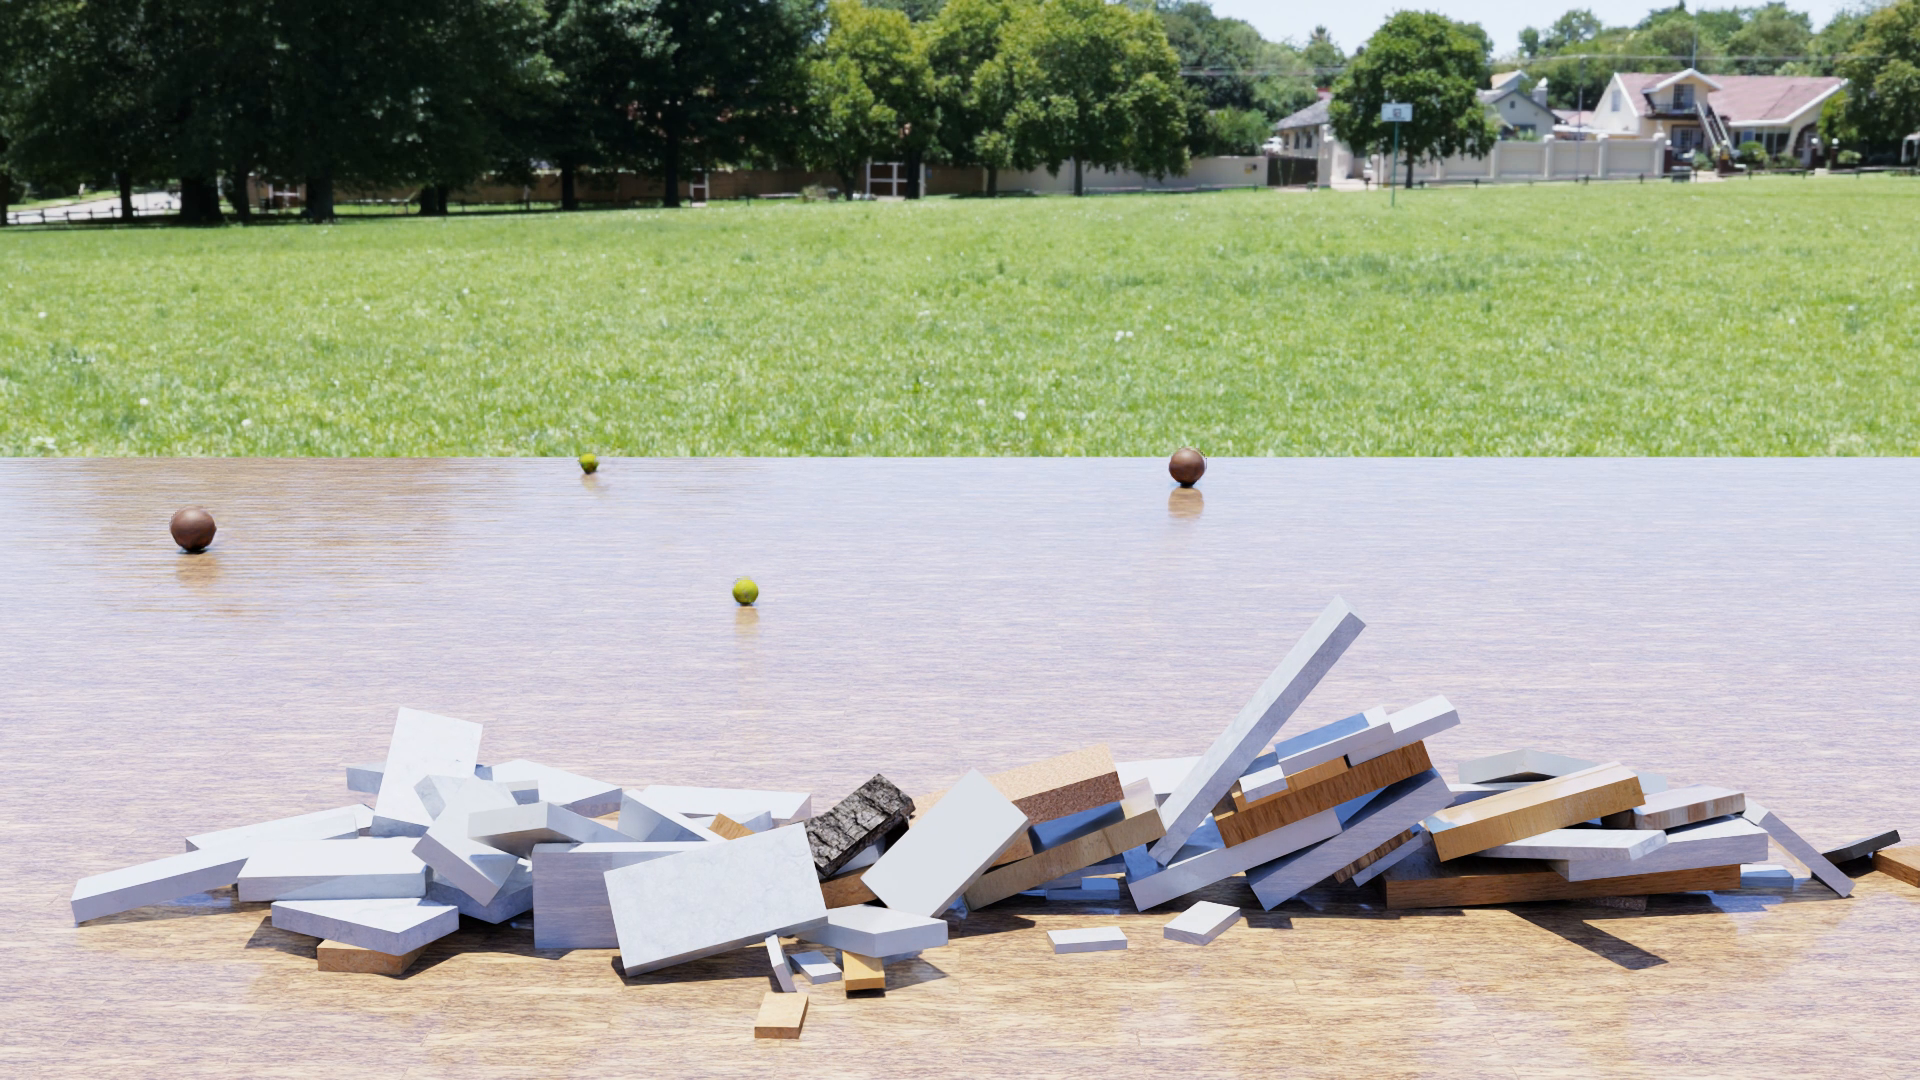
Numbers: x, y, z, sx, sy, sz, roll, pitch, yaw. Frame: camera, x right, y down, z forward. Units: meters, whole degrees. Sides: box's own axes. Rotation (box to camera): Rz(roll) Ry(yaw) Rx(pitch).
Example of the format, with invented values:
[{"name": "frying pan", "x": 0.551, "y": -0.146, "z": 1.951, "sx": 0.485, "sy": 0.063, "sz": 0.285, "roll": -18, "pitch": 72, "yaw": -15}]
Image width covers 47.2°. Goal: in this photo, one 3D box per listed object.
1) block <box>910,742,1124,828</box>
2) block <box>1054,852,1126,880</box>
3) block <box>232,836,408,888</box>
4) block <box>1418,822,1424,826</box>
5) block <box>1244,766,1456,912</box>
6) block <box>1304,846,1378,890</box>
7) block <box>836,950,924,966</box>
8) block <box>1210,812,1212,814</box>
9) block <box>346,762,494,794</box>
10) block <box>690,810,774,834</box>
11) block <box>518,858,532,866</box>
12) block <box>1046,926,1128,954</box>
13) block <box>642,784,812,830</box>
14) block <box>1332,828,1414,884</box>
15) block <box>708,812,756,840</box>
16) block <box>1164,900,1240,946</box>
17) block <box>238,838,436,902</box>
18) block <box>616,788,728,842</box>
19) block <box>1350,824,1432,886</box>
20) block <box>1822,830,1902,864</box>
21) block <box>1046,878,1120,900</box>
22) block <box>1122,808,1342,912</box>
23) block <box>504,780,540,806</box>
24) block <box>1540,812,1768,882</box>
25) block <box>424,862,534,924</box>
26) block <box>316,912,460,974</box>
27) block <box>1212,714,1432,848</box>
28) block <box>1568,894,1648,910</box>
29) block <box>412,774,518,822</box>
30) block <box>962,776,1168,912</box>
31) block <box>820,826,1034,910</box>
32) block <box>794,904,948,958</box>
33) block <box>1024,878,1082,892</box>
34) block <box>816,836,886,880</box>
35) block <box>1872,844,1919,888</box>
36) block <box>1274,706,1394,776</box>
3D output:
[{"name": "block", "x": 0.090, "y": 0.428, "z": 3.634, "sx": 0.348, "sy": 0.049, "sz": 0.174, "roll": -16, "pitch": 10, "yaw": 1}, {"name": "block", "x": 0.213, "y": 0.541, "z": 3.657, "sx": 0.121, "sy": 0.017, "sz": 0.060, "roll": -6, "pitch": 10, "yaw": 0}, {"name": "block", "x": -1.071, "y": 0.540, "z": 3.679, "sx": 0.280, "sy": 0.040, "sz": 0.140, "roll": -5, "pitch": 11, "yaw": 30}, {"name": "block", "x": 0.751, "y": 0.501, "z": 3.873, "sx": 0.279, "sy": 0.040, "sz": 0.140, "roll": 3, "pitch": 22, "yaw": -19}, {"name": "block", "x": 0.636, "y": 0.476, "z": 3.653, "sx": 0.355, "sy": 0.050, "sz": 0.178, "roll": -31, "pitch": 9, "yaw": 5}, {"name": "block", "x": 0.625, "y": 0.525, "z": 3.657, "sx": 0.146, "sy": 0.021, "sz": 0.073, "roll": -31, "pitch": 9, "yaw": 4}, {"name": "block", "x": -0.124, "y": 0.634, "z": 3.382, "sx": 0.124, "sy": 0.018, "sz": 0.062, "roll": -9, "pitch": 14, "yaw": -41}, {"name": "block", "x": 0.400, "y": 0.484, "z": 4.042, "sx": 0.297, "sy": 0.042, "sz": 0.148, "roll": -7, "pitch": 12, "yaw": -35}, {"name": "block", "x": -0.986, "y": 0.433, "z": 4.002, "sx": 0.149, "sy": 0.042, "sz": 0.298, "roll": -5, "pitch": 2, "yaw": -38}, {"name": "block", "x": -0.433, "y": 0.492, "z": 3.716, "sx": 0.209, "sy": 0.030, "sz": 0.104, "roll": -9, "pitch": 2, "yaw": 20}, {"name": "block", "x": -0.834, "y": 0.564, "z": 3.702, "sx": 0.329, "sy": 0.040, "sz": 0.140, "roll": 1, "pitch": 11, "yaw": 4}, {"name": "block", "x": 0.198, "y": 0.625, "z": 3.436, "sx": 0.115, "sy": 0.016, "sz": 0.058, "roll": -2, "pitch": 11, "yaw": -11}, {"name": "block", "x": -0.443, "y": 0.500, "z": 4.032, "sx": 0.311, "sy": 0.044, "sz": 0.156, "roll": 2, "pitch": 11, "yaw": 10}, {"name": "block", "x": 0.679, "y": 0.515, "z": 3.661, "sx": 0.146, "sy": 0.021, "sz": 0.073, "roll": -32, "pitch": 9, "yaw": 0}, {"name": "block", "x": -0.340, "y": 0.530, "z": 3.586, "sx": 0.188, "sy": 0.094, "sz": 0.027, "roll": 26, "pitch": -16, "yaw": 22}, {"name": "block", "x": 0.386, "y": 0.610, "z": 3.505, "sx": 0.069, "sy": 0.020, "sz": 0.139, "roll": 6, "pitch": 12, "yaw": 30}, {"name": "block", "x": -0.982, "y": 0.522, "z": 3.490, "sx": 0.286, "sy": 0.041, "sz": 0.143, "roll": -1, "pitch": 15, "yaw": -4}, {"name": "block", "x": -0.415, "y": 0.517, "z": 3.558, "sx": 0.346, "sy": 0.094, "sz": 0.027, "roll": 24, "pitch": 24, "yaw": 28}, {"name": "block", "x": 0.709, "y": 0.520, "z": 3.663, "sx": 0.146, "sy": 0.021, "sz": 0.073, "roll": -32, "pitch": 9, "yaw": -1}, {"name": "block", "x": 1.555, "y": 0.535, "z": 3.814, "sx": 0.152, "sy": 0.022, "sz": 0.076, "roll": -8, "pitch": -14, "yaw": -38}, {"name": "block", "x": 0.203, "y": 0.581, "z": 3.669, "sx": 0.121, "sy": 0.017, "sz": 0.060, "roll": 0, "pitch": 11, "yaw": -1}, {"name": "block", "x": 0.445, "y": 0.501, "z": 3.656, "sx": 0.356, "sy": 0.050, "sz": 0.178, "roll": -22, "pitch": 10, "yaw": 3}, {"name": "block", "x": -0.893, "y": 0.469, "z": 3.941, "sx": 0.273, "sy": 0.039, "sz": 0.136, "roll": -4, "pitch": 1, "yaw": -11}, {"name": "block", "x": 1.134, "y": 0.497, "z": 3.636, "sx": 0.340, "sy": 0.048, "sz": 0.170, "roll": -5, "pitch": 11, "yaw": -7}, {"name": "block", "x": -0.808, "y": 0.550, "z": 3.563, "sx": 0.280, "sy": 0.040, "sz": 0.140, "roll": 10, "pitch": 14, "yaw": 30}, {"name": "block", "x": -0.892, "y": 0.612, "z": 3.449, "sx": 0.131, "sy": 0.037, "sz": 0.262, "roll": 1, "pitch": 11, "yaw": 7}, {"name": "block", "x": 0.584, "y": 0.393, "z": 3.626, "sx": 0.355, "sy": 0.050, "sz": 0.178, "roll": -22, "pitch": 10, "yaw": 3}, {"name": "block", "x": 1.072, "y": 0.587, "z": 3.639, "sx": 0.124, "sy": 0.018, "sz": 0.062, "roll": 4, "pitch": 11, "yaw": 22}, {"name": "block", "x": -0.815, "y": 0.463, "z": 3.713, "sx": 0.035, "sy": 0.123, "sz": 0.247, "roll": -39, "pitch": -19, "yaw": 9}, {"name": "block", "x": 0.165, "y": 0.503, "z": 3.649, "sx": 0.348, "sy": 0.049, "sz": 0.174, "roll": -22, "pitch": 10, "yaw": 4}, {"name": "block", "x": -0.054, "y": 0.519, "z": 3.653, "sx": 0.348, "sy": 0.049, "sz": 0.174, "roll": -16, "pitch": 10, "yaw": 3}, {"name": "block", "x": -0.139, "y": 0.599, "z": 3.377, "sx": 0.127, "sy": 0.036, "sz": 0.254, "roll": -3, "pitch": 0, "yaw": -32}, {"name": "block", "x": 0.142, "y": 0.564, "z": 3.667, "sx": 0.121, "sy": 0.017, "sz": 0.060, "roll": -6, "pitch": 11, "yaw": 1}, {"name": "block", "x": -0.230, "y": 0.531, "z": 3.643, "sx": 0.209, "sy": 0.030, "sz": 0.104, "roll": -18, "pitch": 10, "yaw": 6}, {"name": "block", "x": 1.692, "y": 0.554, "z": 3.780, "sx": 0.213, "sy": 0.030, "sz": 0.107, "roll": -4, "pitch": 11, "yaw": -20}, {"name": "block", "x": 0.605, "y": 0.325, "z": 3.564, "sx": 0.187, "sy": 0.027, "sz": 0.094, "roll": -21, "pitch": 10, "yaw": 7}]
